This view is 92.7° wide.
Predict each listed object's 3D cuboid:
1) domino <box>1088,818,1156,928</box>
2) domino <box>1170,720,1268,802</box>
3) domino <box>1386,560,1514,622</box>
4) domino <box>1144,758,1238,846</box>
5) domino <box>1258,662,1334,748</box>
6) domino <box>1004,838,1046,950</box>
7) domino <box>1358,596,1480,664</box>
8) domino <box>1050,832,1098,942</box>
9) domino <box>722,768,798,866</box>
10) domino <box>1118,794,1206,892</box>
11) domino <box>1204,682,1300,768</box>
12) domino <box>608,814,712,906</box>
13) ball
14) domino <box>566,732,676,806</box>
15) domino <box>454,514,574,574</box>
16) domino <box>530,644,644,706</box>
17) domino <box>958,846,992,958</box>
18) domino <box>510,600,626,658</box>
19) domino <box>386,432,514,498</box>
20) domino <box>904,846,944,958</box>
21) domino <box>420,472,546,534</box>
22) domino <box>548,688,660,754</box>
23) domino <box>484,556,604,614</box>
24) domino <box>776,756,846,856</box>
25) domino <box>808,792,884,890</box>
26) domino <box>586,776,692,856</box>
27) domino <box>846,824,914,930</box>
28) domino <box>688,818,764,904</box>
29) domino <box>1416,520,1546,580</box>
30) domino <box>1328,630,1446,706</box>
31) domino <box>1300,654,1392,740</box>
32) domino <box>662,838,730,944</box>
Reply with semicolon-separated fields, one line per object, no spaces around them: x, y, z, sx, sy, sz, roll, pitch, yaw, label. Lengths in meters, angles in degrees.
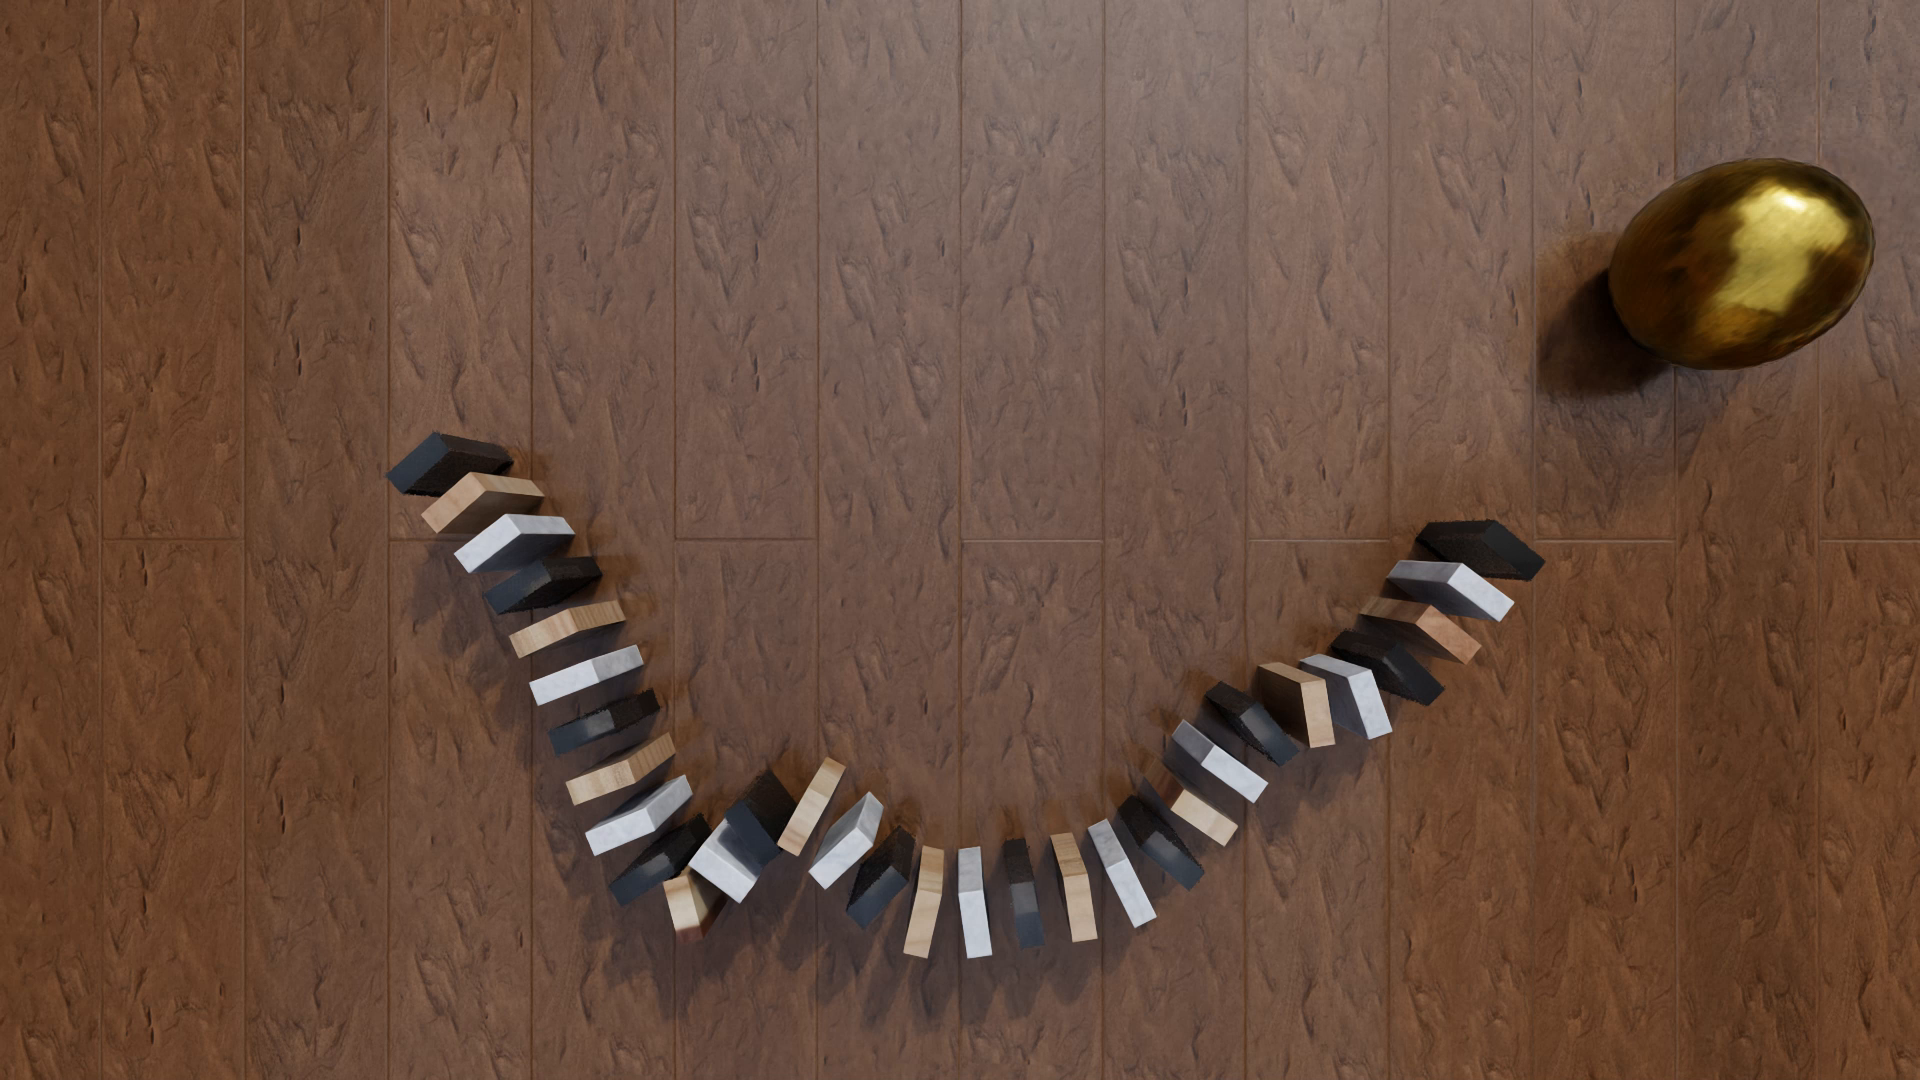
0.065;0.135;0.375;0.009;0.050;0.025;-26;90;0;domino
0.105;0.089;0.375;0.025;0.050;0.009;36;90;0;domino
0.199;0.020;0.375;0.025;0.050;0.009;37;90;0;domino
0.093;0.106;0.375;0.025;0.050;0.009;34;90;0;domino
0.137;0.066;0.375;0.010;0.050;0.025;-9;90;0;domino
0.026;0.143;0.375;0.009;0.050;0.025;-10;90;0;domino
0.187;0.036;0.375;0.025;0.050;0.010;39;90;0;domino
0.046;0.141;0.375;0.009;0.050;0.025;-8;90;0;domino
-0.079;0.112;0.375;0.009;0.050;0.025;-37;90;0;domino
0.081;0.122;0.375;0.025;0.050;0.010;41;90;0;domino
0.118;0.074;0.375;0.009;0.050;0.025;-40;90;0;domino
-0.121;0.130;0.375;0.025;0.050;0.009;-32;90;0;domino
0.303;-0.107;0.360;0.080;0.080;0.080;0;90;0;ball
-0.137;0.093;0.375;0.025;0.050;0.010;-20;90;0;domino
-0.181;0.001;0.375;0.025;0.050;0.009;-38;90;0;domino
-0.151;0.054;0.375;0.025;0.050;0.009;-21;90;0;domino
0.006;0.147;0.375;0.009;0.050;0.025;-8;90;0;domino
-0.159;0.036;0.375;0.025;0.050;0.010;-25;90;0;domino
-0.207;-0.029;0.375;0.025;0.050;0.009;-42;90;0;domino
-0.014;0.147;0.375;0.009;0.050;0.025;13;90;0;domino
-0.194;-0.014;0.375;0.025;0.050;0.010;-41;90;0;domino
-0.144;0.074;0.375;0.025;0.050;0.010;-20;90;0;domino
-0.169;0.018;0.375;0.025;0.050;0.009;-33;90;0;domino
-0.060;0.108;0.375;0.009;0.050;0.025;29;90;0;domino
-0.046;0.122;0.375;0.025;0.050;0.010;-43;90;0;domino
-0.130;0.112;0.375;0.025;0.050;0.009;-23;90;0;domino
-0.032;0.137;0.375;0.009;0.050;0.025;44;90;0;domino
-0.091;0.128;0.375;0.025;0.050;0.010;37;90;0;domino
0.211;0.004;0.375;0.025;0.050;0.010;40;90;0;domino
0.173;0.051;0.375;0.025;0.050;0.009;45;90;0;domino
0.157;0.063;0.375;0.009;0.050;0.025;-19;90;0;domino
-0.106;0.141;0.375;0.010;0.050;0.025;-15;90;0;domino
